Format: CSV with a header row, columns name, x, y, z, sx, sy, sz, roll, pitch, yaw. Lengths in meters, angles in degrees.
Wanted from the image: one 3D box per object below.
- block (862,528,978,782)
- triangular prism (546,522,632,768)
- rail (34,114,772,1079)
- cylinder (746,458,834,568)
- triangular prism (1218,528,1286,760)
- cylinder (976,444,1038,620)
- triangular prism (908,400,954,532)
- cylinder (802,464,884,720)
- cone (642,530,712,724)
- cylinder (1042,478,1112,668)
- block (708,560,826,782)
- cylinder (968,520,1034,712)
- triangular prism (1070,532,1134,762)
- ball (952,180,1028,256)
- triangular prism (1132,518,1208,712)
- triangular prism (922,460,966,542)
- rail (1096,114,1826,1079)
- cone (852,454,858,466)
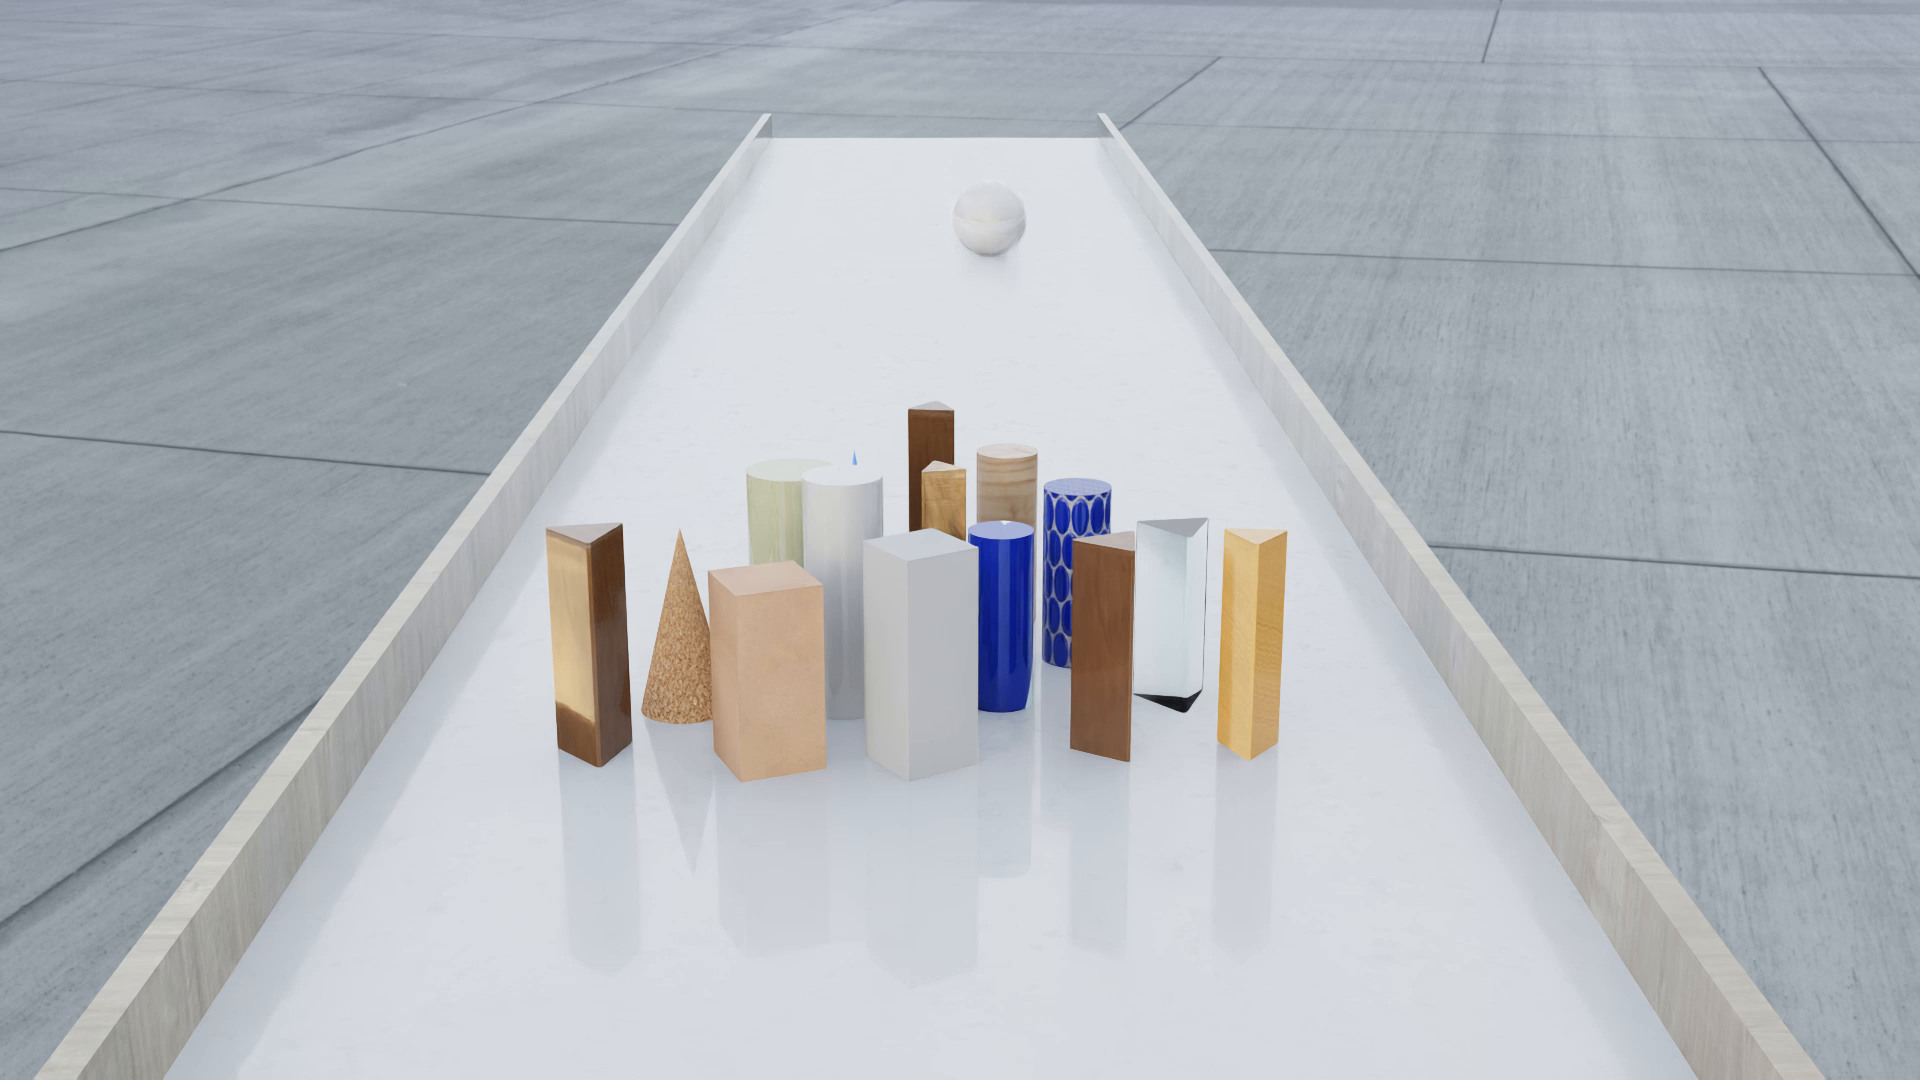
name,x,y,z,sx,sy,sz,roll,pitch,yaw
block,-0.069,0.199,3.855,0.145,0.401,0.145,-11,20,-32
triangular prism,-0.639,0.178,3.902,0.114,0.413,0.132,-15,22,-41
rail,-1.118,-0.838,7.780,0.050,0.150,12.000,0,17,-1
cylinder,-0.329,0.052,4.355,0.179,0.397,0.179,0,17,0
triangular prism,0.507,0.179,3.921,0.094,0.401,0.108,12,20,34
cylinder,0.098,-0.010,4.619,0.128,0.366,0.128,0,17,0
triangular prism,-0.057,-0.103,4.866,0.100,0.402,0.087,2,17,8
cylinder,-0.216,0.097,4.105,0.149,0.452,0.149,0,17,0
cone,-0.518,0.146,4.110,0.170,0.356,0.170,0,17,0
cylinder,0.232,0.065,4.381,0.134,0.356,0.134,0,17,0
block,-0.339,0.228,3.863,0.158,0.340,0.158,-7,18,-22
cylinder,0.076,0.144,4.145,0.123,0.340,0.123,0,17,0
triangular prism,0.278,0.184,3.921,0.122,0.392,0.106,11,20,32
ball,0.122,-1.345,9.196,0.316,0.316,0.316,0,17,0
triangular prism,0.423,0.134,4.172,0.119,0.344,0.138,-14,21,-38
triangular prism,-0.041,0.041,4.402,0.089,0.392,0.077,-4,17,-14
rail,0.932,-0.844,7.801,0.050,0.150,12.000,0,17,-1
cone,-0.219,-0.010,4.610,0.126,0.370,0.126,0,17,0
